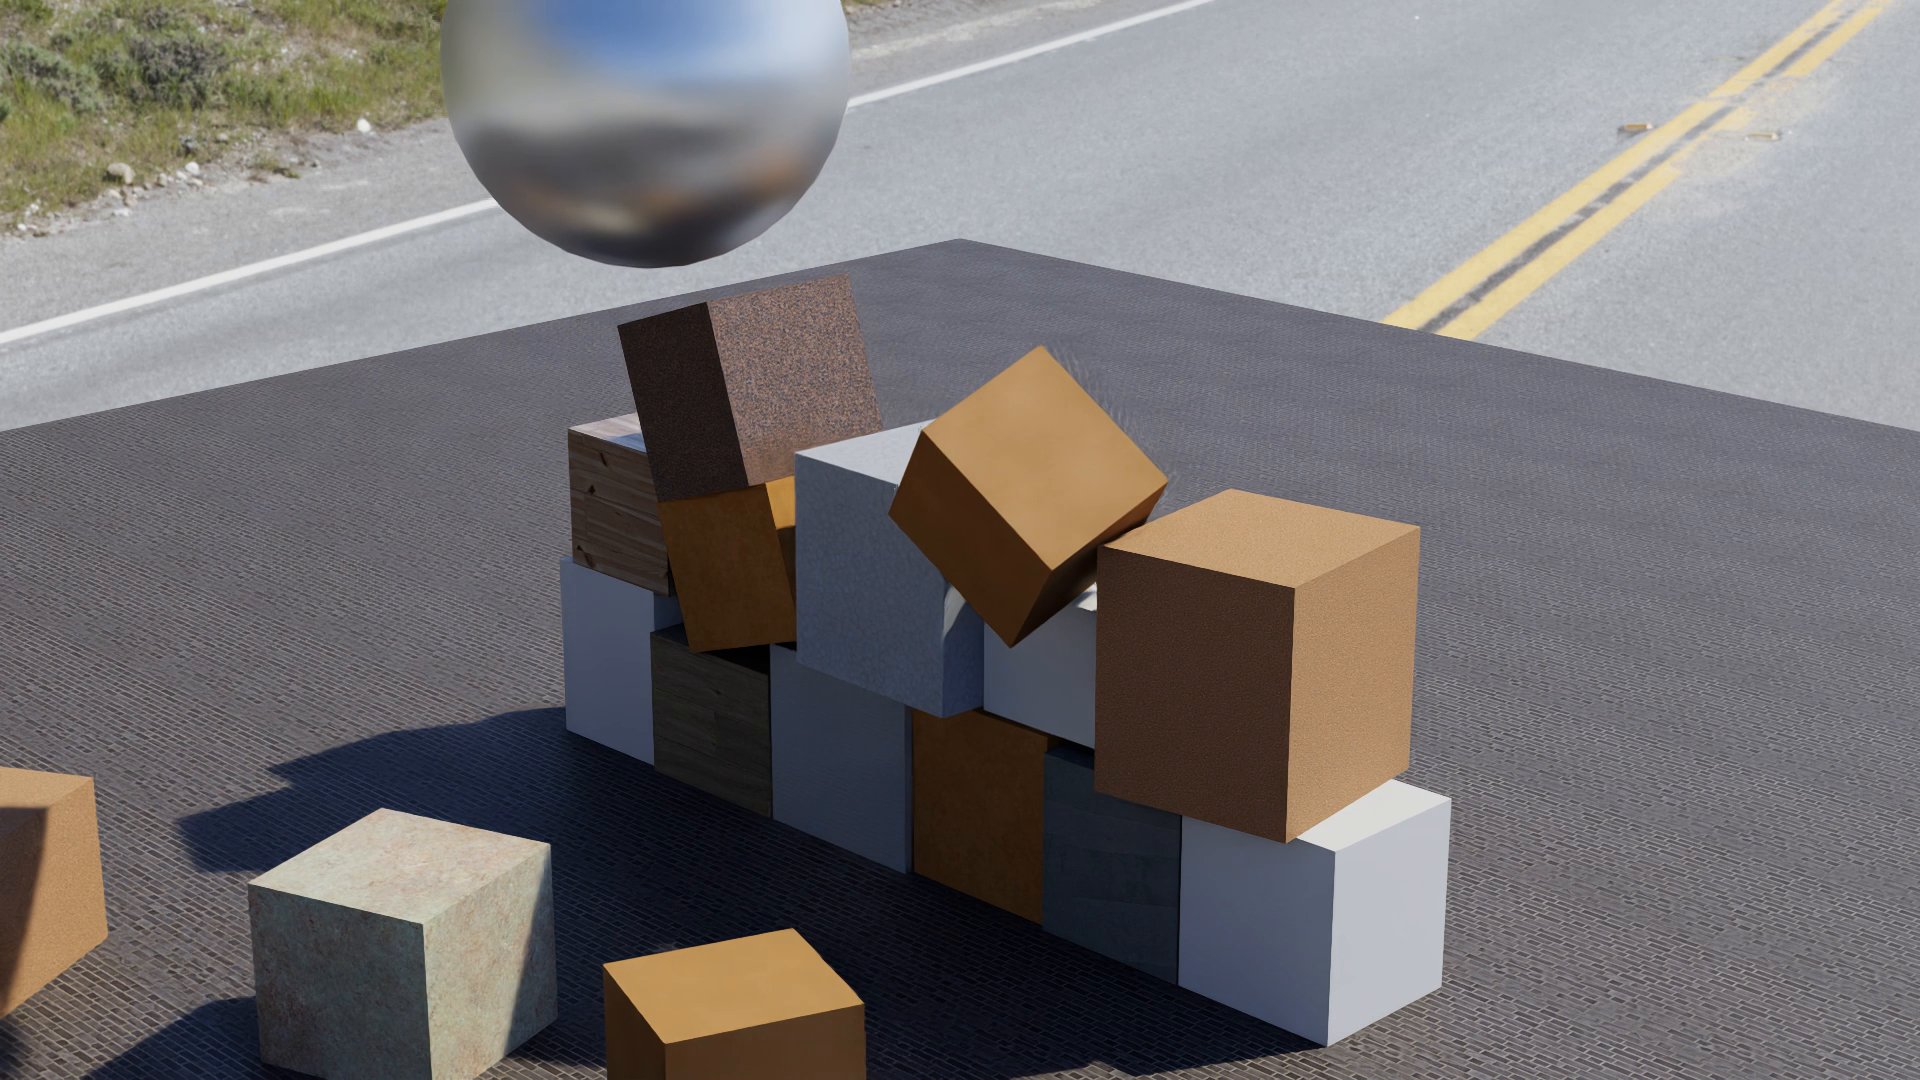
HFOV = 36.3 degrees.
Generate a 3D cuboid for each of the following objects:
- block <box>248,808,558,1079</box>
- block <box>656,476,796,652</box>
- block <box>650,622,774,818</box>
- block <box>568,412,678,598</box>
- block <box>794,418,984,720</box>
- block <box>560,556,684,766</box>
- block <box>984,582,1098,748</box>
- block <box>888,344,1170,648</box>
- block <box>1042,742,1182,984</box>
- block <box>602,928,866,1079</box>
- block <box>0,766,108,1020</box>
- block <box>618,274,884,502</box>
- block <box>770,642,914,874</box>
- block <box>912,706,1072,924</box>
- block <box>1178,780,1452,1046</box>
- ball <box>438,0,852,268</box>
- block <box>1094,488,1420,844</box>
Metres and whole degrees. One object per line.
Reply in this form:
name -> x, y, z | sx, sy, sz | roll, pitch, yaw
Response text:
block -> -2.223, 1.656, 11.779 | 0.844, 0.777, 0.853 | 9, 19, 25
block -> -0.771, 0.047, 14.123 | 0.904, 0.744, 0.868 | -16, 5, -41
block -> -0.917, 0.806, 14.561 | 0.856, 0.730, 0.877 | -17, 24, -42
block -> -1.429, -0.216, 14.752 | 0.739, 0.707, 0.775 | -16, 24, -41
block -> -0.071, 0.100, 13.346 | 0.934, 1.007, 0.988 | -16, 23, -41
block -> -1.511, 0.540, 15.076 | 0.748, 0.930, 0.751 | -17, 24, -42
block -> 0.631, 0.464, 12.861 | 0.773, 0.617, 0.715 | 17, 24, 42
block -> 0.272, -0.175, 12.184 | 0.672, 0.768, 0.784 | -37, 77, -26
block -> 0.925, 1.310, 12.784 | 0.821, 0.835, 0.775 | -17, 24, -42
block -> -0.849, 1.963, 11.008 | 0.774, 0.655, 0.716 | -8, 19, -23
block -> -4.266, 1.476, 12.397 | 0.862, 0.751, 0.924 | 5, 18, 15
block -> -0.992, -0.726, 14.031 | 0.841, 0.871, 0.764 | -16, 5, -39
block -> -0.274, 0.919, 13.919 | 0.842, 0.898, 0.918 | -16, 24, -42
block -> 0.359, 1.107, 13.335 | 0.782, 0.892, 0.835 | -17, 24, -42
block -> 1.474, 1.473, 12.232 | 0.794, 0.855, 0.771 | 17, 24, 42
ball -> -1.227, -1.864, 11.470 | 1.600, 1.600, 1.600 | 0, 17, 0
block -> 1.228, 0.493, 12.137 | 0.924, 1.071, 1.007 | 13, 21, 35
